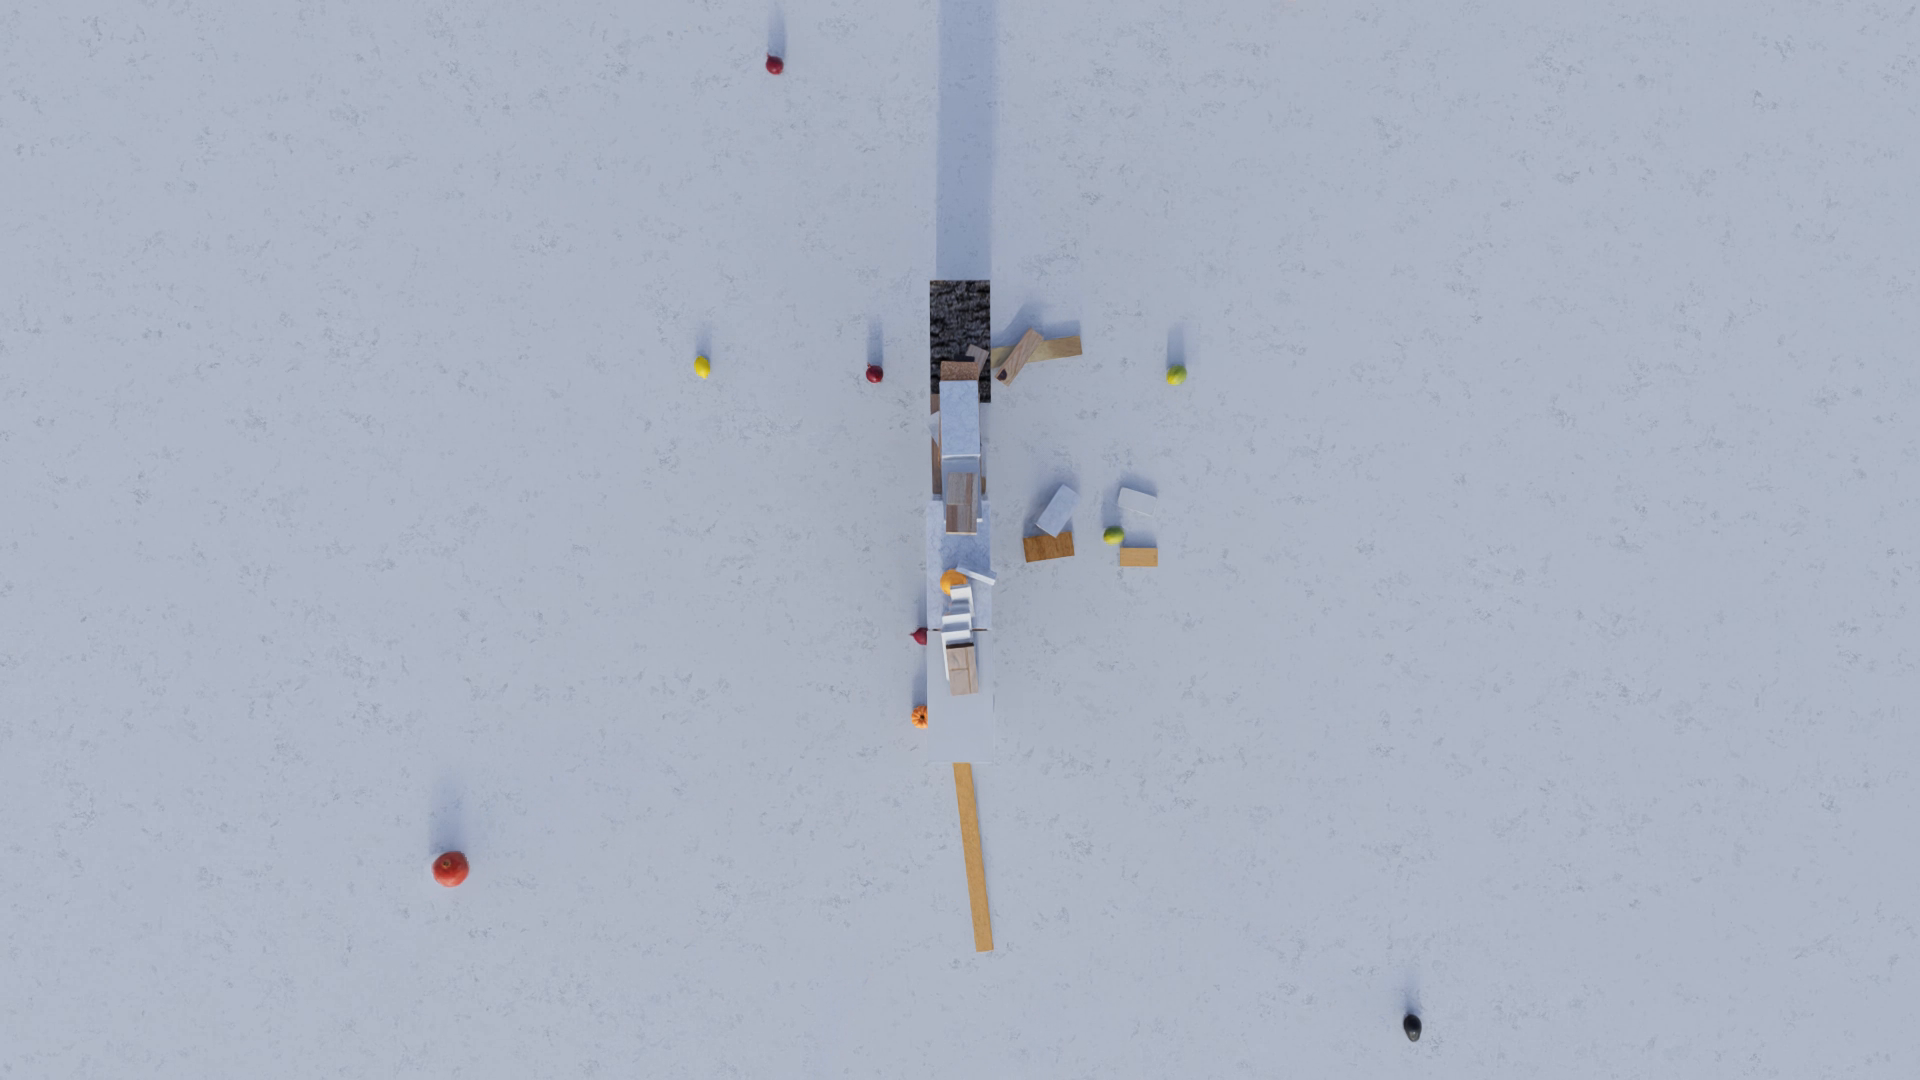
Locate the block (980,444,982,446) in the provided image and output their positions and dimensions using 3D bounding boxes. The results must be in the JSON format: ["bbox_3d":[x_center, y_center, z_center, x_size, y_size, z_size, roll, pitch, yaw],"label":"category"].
[{"bbox_3d":[-0.002,-0.156,5.189,0.145,0.041,0.291,-1,90,0],"label":"block"}]

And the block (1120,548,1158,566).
[{"bbox_3d":[0.595,0.058,5.491,0.124,0.018,0.062,1,90,0],"label":"block"}]

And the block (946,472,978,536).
[{"bbox_3d":[0.005,-0.095,4.334,0.081,0.023,0.162,1,76,0],"label":"block"}]

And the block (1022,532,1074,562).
[{"bbox_3d":[0.295,0.023,5.489,0.162,0.023,0.081,-8,90,0],"label":"block"}]

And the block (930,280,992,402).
[{"bbox_3d":[0.001,-0.549,4.572,0.167,0.047,0.335,0,90,0],"label":"block"}]

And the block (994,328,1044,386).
[{"bbox_3d":[0.196,-0.606,5.474,0.057,0.016,0.203,36,90,0],"label":"block"}]

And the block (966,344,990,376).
[{"bbox_3d":[0.032,-0.475,4.540,0.057,0.016,0.114,23,90,0],"label":"block"}]

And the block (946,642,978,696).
[{"bbox_3d":[0.006,0.341,4.349,0.074,0.021,0.148,-6,119,0],"label":"block"}]

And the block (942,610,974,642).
[{"bbox_3d":[-0.004,0.255,4.349,0.074,0.021,0.148,-6,119,0],"label":"block"}]

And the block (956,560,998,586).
[{"bbox_3d":[0.043,0.085,4.350,0.107,0.054,0.015,20,111,0],"label":"block"}]

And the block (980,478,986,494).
[{"bbox_3d":[0.003,-0.153,4.632,0.134,0.268,0.038,0,90,0],"label":"block"}]

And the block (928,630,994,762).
[{"bbox_3d":[0.001,0.418,4.419,0.175,0.050,0.350,0,90,0],"label":"block"}]

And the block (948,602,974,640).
[{"bbox_3d":[0.003,0.218,4.354,0.054,0.015,0.124,-6,123,0],"label":"block"}]

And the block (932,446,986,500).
[{"bbox_3d":[-0.002,-0.119,4.788,0.154,0.044,0.309,0,90,0],"label":"block"}]

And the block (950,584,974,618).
[{"bbox_3d":[0.006,0.162,4.337,0.054,0.015,0.107,-8,130,0],"label":"block"}]

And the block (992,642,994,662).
[{"bbox_3d":[0.002,0.302,4.619,0.175,0.350,0.050,1,90,0],"label":"block"}]

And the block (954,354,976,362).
[{"bbox_3d":[0.005,-0.441,4.452,0.057,0.016,0.114,8,88,0],"label":"block"}]

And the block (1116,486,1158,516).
[{"bbox_3d":[0.590,-0.129,5.491,0.124,0.018,0.062,17,90,0],"label":"block"}]

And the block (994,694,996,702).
[{"bbox_3d":[0.004,0.486,4.711,0.175,0.534,0.050,3,80,0],"label":"block"}]

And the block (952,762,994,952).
[{"bbox_3d":[0.044,1.051,5.492,0.059,0.017,0.639,-7,90,0],"label":"block"}]

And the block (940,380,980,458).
[{"bbox_3d":[-0.001,-0.321,4.381,0.101,0.029,0.203,-2,80,-1],"label":"block"}]

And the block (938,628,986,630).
[{"bbox_3d":[0.002,0.185,4.814,0.142,0.040,0.284,0,90,0],"label":"block"}]

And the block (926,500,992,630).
[{"bbox_3d":[-0.003,0.066,4.402,0.170,0.048,0.340,0,90,0],"label":"block"}]

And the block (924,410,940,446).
[{"bbox_3d":[-0.043,-0.285,4.450,0.062,0.018,0.124,-30,90,0],"label":"block"}]

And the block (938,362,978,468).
[{"bbox_3d":[-0.004,-0.334,4.427,0.101,0.029,0.285,2,90,-1],"label":"block"}]

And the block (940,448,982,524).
[{"bbox_3d":[0.003,-0.148,4.374,0.101,0.029,0.203,-3,76,-1],"label":"block"}]

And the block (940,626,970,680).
[{"bbox_3d":[-0.006,0.298,4.349,0.074,0.021,0.148,-6,119,0],"label":"block"}]

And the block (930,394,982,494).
[{"bbox_3d":[-0.011,-0.261,4.478,0.134,0.038,0.268,-1,90,0],"label":"block"}]

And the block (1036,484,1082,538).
[{"bbox_3d":[0.329,-0.096,5.476,0.081,0.023,0.162,34,82,2],"label":"block"}]

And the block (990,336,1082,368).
[{"bbox_3d":[0.225,-0.622,5.491,0.359,0.018,0.064,-8,90,0],"label":"block"}]
